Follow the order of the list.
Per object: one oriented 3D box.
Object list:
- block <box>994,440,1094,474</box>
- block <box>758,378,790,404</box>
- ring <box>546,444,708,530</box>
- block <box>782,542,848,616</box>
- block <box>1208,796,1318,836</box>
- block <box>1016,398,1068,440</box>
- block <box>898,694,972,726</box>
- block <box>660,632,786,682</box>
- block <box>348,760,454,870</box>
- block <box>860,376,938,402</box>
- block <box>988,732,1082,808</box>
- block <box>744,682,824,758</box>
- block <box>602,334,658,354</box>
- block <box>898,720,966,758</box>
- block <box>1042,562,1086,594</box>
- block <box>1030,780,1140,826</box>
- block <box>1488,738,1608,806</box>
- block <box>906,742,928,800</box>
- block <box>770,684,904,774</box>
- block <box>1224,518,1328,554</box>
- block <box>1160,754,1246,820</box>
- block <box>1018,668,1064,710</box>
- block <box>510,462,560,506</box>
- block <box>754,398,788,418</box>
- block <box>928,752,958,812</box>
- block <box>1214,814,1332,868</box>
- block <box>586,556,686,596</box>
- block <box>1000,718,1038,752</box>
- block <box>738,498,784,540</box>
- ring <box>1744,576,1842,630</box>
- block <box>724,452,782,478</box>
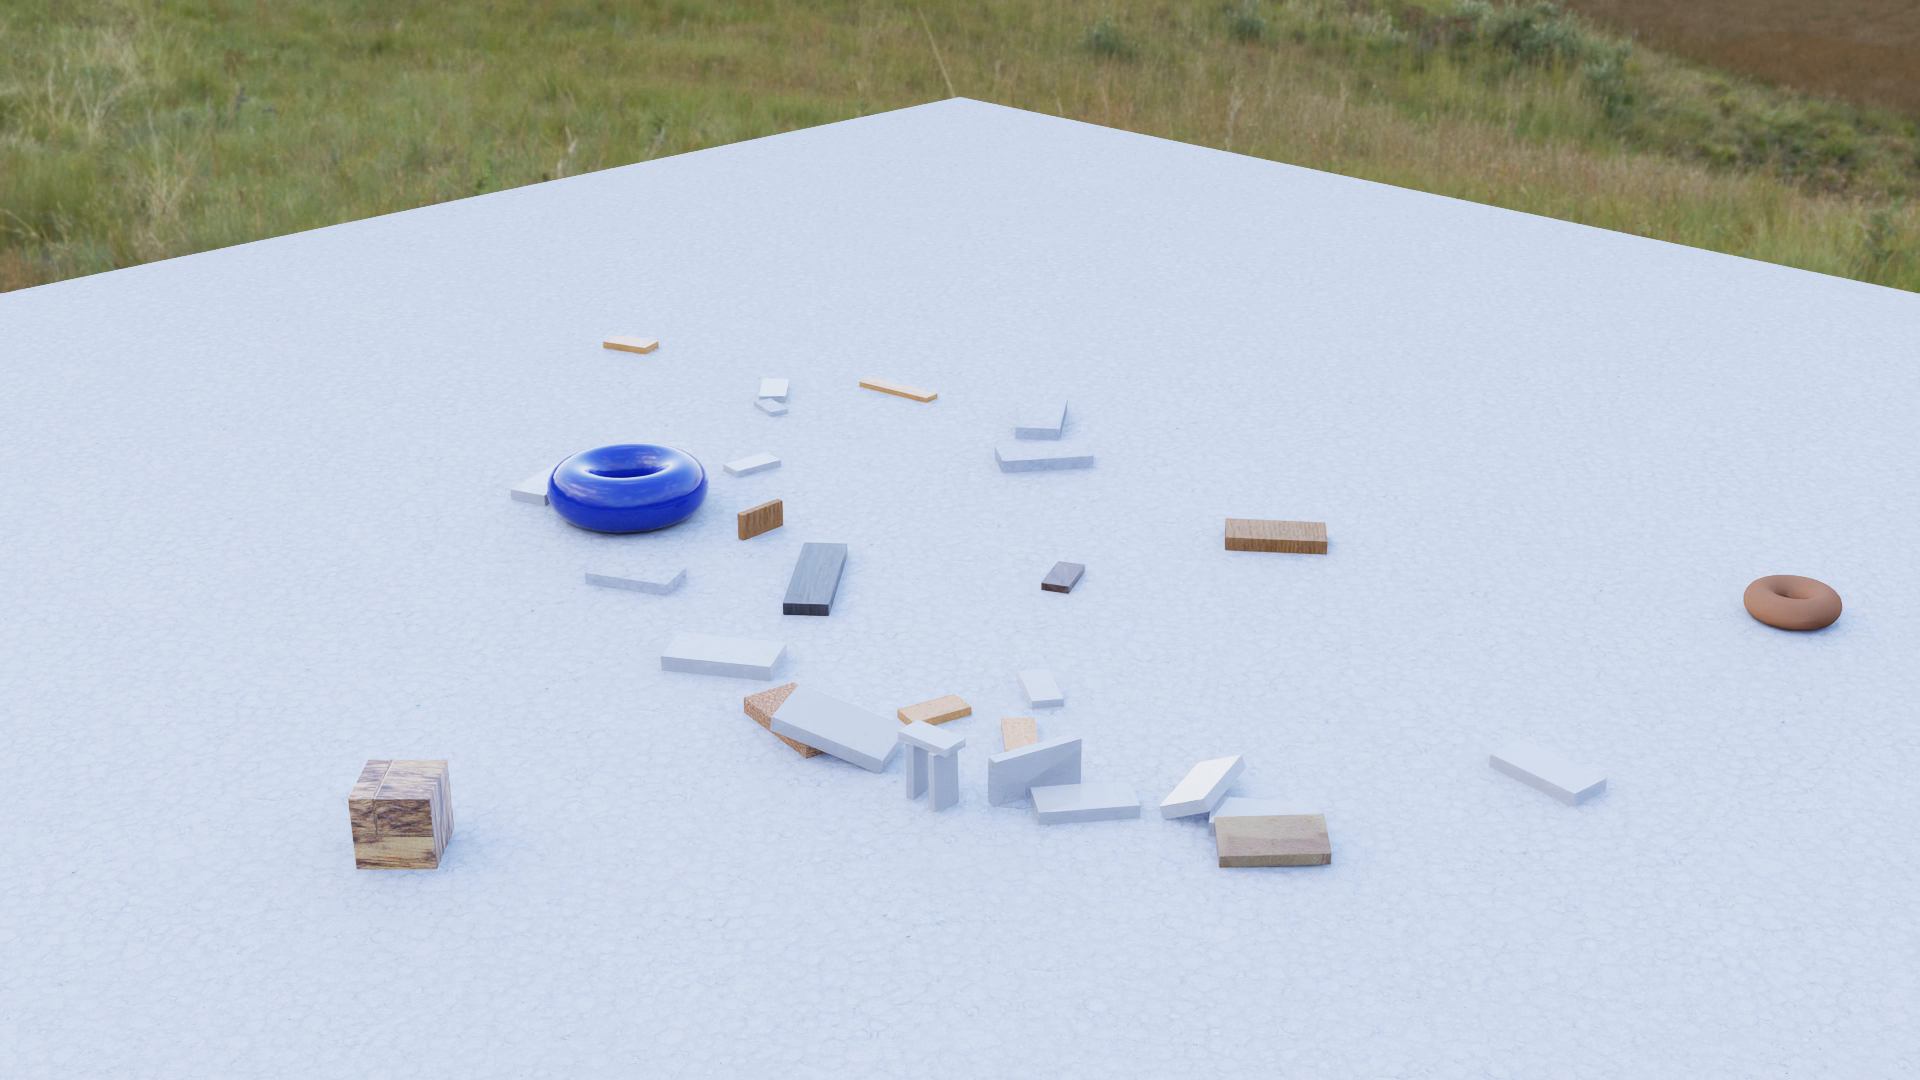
[{"bbox_3d":[0.239,-0.238,6.275,0.261,0.037,0.130,-4,23,-9],"label":"block"},{"bbox_3d":[-0.576,-0.463,6.822,0.082,0.023,0.164,0,23,0],"label":"block"},{"bbox_3d":[-0.893,-0.144,5.919,0.433,0.144,0.433,0,22,0],"label":"ring"},{"bbox_3d":[-0.359,0.095,5.496,0.112,0.032,0.376,2,23,4],"label":"block"},{"bbox_3d":[0.608,0.560,4.402,0.216,0.031,0.108,3,23,8],"label":"block"},{"bbox_3d":[0.244,-0.363,6.568,0.131,0.037,0.267,3,23,7],"label":"block"},{"bbox_3d":[-0.056,0.379,4.841,0.147,0.021,0.073,-13,26,-29],"label":"block"},{"bbox_3d":[-0.544,0.269,5.079,0.261,0.037,0.130,5,23,11],"label":"block"},{"bbox_3d":[-1.090,0.536,4.299,0.156,0.156,0.156,0,23,0],"label":"block"},{"bbox_3d":[-0.193,-0.468,6.842,0.264,0.016,0.057,16,28,33],"label":"block"},{"bbox_3d":[0.154,0.472,4.516,0.207,0.104,0.029,-13,26,-27],"label":"block"},{"bbox_3d":[-0.349,0.391,4.791,0.130,0.037,0.261,-16,28,-32],"label":"block"},{"bbox_3d":[-1.085,-0.645,7.251,0.164,0.023,0.082,10,25,23],"label":"block"},{"bbox_3d":[-0.058,0.403,4.461,0.128,0.018,0.064,18,29,36],"label":"block"},{"bbox_3d":[0.259,0.093,5.515,0.072,0.020,0.143,8,24,18],"label":"block"},{"bbox_3d":[0.253,0.533,4.466,0.207,0.029,0.104,-3,23,-7],"label":"block"},{"bbox_3d":[1.224,0.484,4.582,0.108,0.031,0.216,-17,28,-35],"label":"block"},{"bbox_3d":[-0.086,0.462,4.509,0.018,0.128,0.064,13,26,28],"label":"block"},{"bbox_3d":[-0.257,0.401,4.679,0.261,0.037,0.131,20,36,15],"label":"block"},{"bbox_3d":[0.823,-0.010,5.737,0.261,0.037,0.131,2,23,6],"label":"block"},{"bbox_3d":[0.496,0.503,4.486,0.103,0.029,0.207,-15,12,34],"label":"block"},{"bbox_3d":[0.181,0.334,4.947,0.072,0.020,0.153,-4,23,-9],"label":"block"},{"bbox_3d":[-1.130,-0.155,6.085,0.112,0.032,0.224,11,25,23],"label":"block"},{"bbox_3d":[-0.575,-0.403,6.690,0.057,0.016,0.114,-13,26,-29],"label":"block"},{"bbox_3d":[-0.034,0.482,4.460,0.064,0.128,0.018,-19,28,-38],"label":"block"},{"bbox_3d":[0.609,0.587,4.295,0.216,0.031,0.108,-2,37,1],"label":"block"},{"bbox_3d":[-0.811,0.090,5.508,0.224,0.032,0.112,8,24,18],"label":"block"},{"bbox_3d":[0.129,0.426,4.731,0.073,0.021,0.147,-1,23,-3],"label":"block"},{"bbox_3d":[-0.526,-0.054,5.797,0.020,0.072,0.143,20,30,39],"label":"block"},{"bbox_3d":[2.011,0.150,5.313,0.226,0.075,0.226,-1,22,0],"label":"ring"},{"bbox_3d":[-0.589,-0.212,6.234,0.147,0.021,0.073,-17,28,-35],"label":"block"}]
